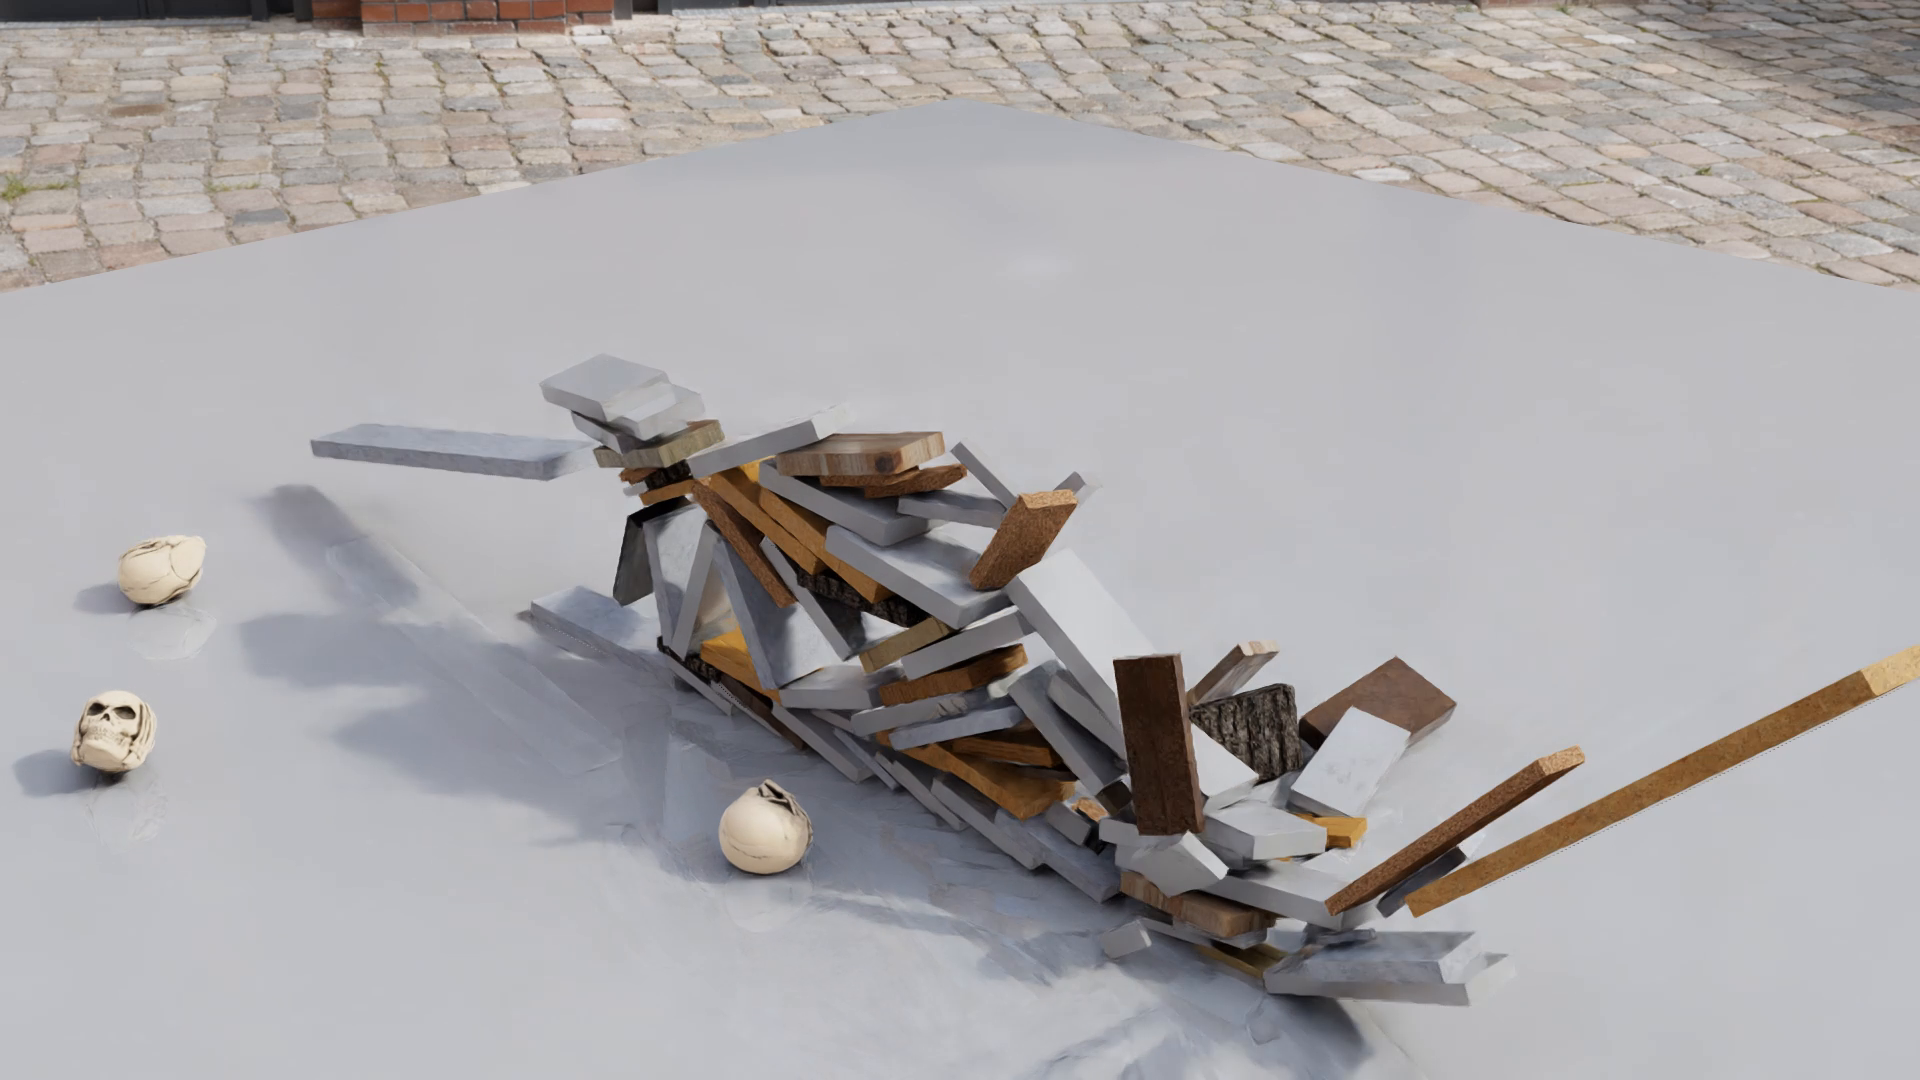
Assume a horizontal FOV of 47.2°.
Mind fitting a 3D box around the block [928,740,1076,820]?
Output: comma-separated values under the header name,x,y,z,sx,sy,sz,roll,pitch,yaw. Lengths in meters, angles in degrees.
name,x,y,z,sx,sy,sz,roll,pitch,yaw
block,0.080,0.445,4.314,0.137,0.039,0.275,-22,39,-38

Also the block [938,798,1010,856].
name,x,y,z,sx,sy,sz,roll,pitch,yaw
block,0.064,0.540,4.382,0.208,0.029,0.104,35,39,31

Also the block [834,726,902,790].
name,x,y,z,sx,sy,sz,roll,pitch,yaw
block,-0.166,0.437,4.593,0.094,0.027,0.187,-22,52,-42

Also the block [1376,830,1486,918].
name,x,y,z,sx,sy,sz,roll,pitch,yaw
block,0.792,0.558,3.707,0.028,0.196,0.098,50,33,8

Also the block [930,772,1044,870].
name,x,y,z,sx,sy,sz,roll,pitch,yaw
block,0.089,0.533,4.338,0.274,0.039,0.137,35,40,31

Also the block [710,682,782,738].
name,x,y,z,sx,sy,sz,roll,pitch,yaw
block,-0.430,0.347,4.842,0.225,0.032,0.112,32,37,31

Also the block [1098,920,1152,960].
name,x,y,z,sx,sy,sz,roll,pitch,yaw
block,0.295,0.718,3.948,0.095,0.048,0.014,-28,1,41

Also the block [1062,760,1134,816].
name,x,y,z,sx,sy,sz,roll,pitch,yaw
block,0.261,0.450,4.132,0.140,0.020,0.070,48,34,11

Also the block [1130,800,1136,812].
name,x,y,z,sx,sy,sz,roll,pitch,yaw
block,0.374,0.478,4.130,0.112,0.016,0.056,-26,0,11

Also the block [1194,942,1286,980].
name,x,y,z,sx,sy,sz,roll,pitch,yaw
block,0.506,0.744,3.980,0.151,0.021,0.076,19,30,38

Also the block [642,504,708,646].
name,x,y,z,sx,sy,sz,roll,pitch,yaw
block,-0.616,0.079,4.914,0.041,0.290,0.145,10,25,44

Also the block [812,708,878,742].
name,x,y,z,sx,sy,sz,roll,pitch,yaw
block,-0.216,0.366,4.607,0.094,0.027,0.187,-20,28,-39

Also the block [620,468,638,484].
name,x,y,z,sx,sy,sz,roll,pitch,yaw
block,-0.721,-0.171,5.013,0.081,0.023,0.163,-25,-1,-22

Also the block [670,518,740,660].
name,x,y,z,sx,sy,sz,roll,pitch,yaw
block,-0.520,0.088,4.800,0.046,0.376,0.164,40,42,24

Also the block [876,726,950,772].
name,x,y,z,sx,sy,sz,roll,pitch,yaw
block,-0.060,0.409,4.465,0.104,0.029,0.208,-22,29,-39

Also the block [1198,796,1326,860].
name,x,y,z,sx,sy,sz,roll,pitch,yaw
block,0.512,0.515,3.989,0.152,0.043,0.304,-2,8,-26

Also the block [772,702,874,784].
name,x,y,z,sx,sy,sz,roll,pitch,yaw
block,-0.261,0.405,4.670,0.267,0.038,0.134,36,39,31

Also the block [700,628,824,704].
name,x,y,z,sx,sy,sz,roll,pitch,yaw
block,-0.427,0.270,4.782,0.267,0.038,0.134,25,33,38

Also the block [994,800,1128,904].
name,x,y,z,sx,sy,sz,roll,pitch,yaw
block,0.213,0.581,4.229,0.274,0.039,0.137,33,38,30

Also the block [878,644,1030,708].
name,x,y,z,sx,sy,sz,roll,pitch,yaw
block,-0.016,0.268,4.342,0.149,0.042,0.299,-21,3,-38

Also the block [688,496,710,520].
name,x,y,z,sx,sy,sz,roll,pitch,yaw
block,-0.560,-0.042,5.134,0.047,0.165,0.330,13,-15,-27

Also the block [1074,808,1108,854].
name,x,y,z,sx,sy,sz,roll,pitch,yaw
block,0.245,0.557,4.203,0.092,0.013,0.046,36,81,33

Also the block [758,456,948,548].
name,x,y,z,sx,sy,sz,roll,pitch,yaw
block,-0.212,-0.095,4.358,0.358,0.051,0.179,26,33,37

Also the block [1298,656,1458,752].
name,x,y,z,sx,sy,sz,roll,pitch,yaw
block,0.891,0.381,4.700,0.347,0.049,0.174,-25,54,-39

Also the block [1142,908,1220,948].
name,x,y,z,sx,sy,sz,roll,pitch,yaw
block,0.419,0.704,4.026,0.151,0.021,0.076,11,23,40

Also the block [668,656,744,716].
name,x,y,z,sx,sy,sz,roll,pitch,yaw
block,-0.542,0.308,4.935,0.112,0.032,0.225,-21,43,-41

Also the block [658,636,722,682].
name,x,y,z,sx,sy,sz,roll,pitch,yaw
block,-0.567,0.251,4.925,0.113,0.032,0.225,-21,30,-37

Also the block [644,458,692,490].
name,x,y,z,sx,sy,sz,roll,pitch,yaw
block,-0.600,-0.159,4.812,0.103,0.029,0.207,-26,5,-34

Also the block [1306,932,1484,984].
name,x,y,z,sx,sy,sz,roll,pitch,yaw
block,0.731,0.702,3.707,0.265,0.038,0.133,-10,7,44

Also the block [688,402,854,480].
name,x,y,z,sx,sy,sz,roll,pitch,yaw
block,-0.380,-0.199,4.408,0.307,0.043,0.153,-15,10,28

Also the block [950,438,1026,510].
name,x,y,z,sx,sy,sz,roll,pitch,yaw
block,0.065,-0.117,4.156,0.184,0.026,0.092,45,14,3

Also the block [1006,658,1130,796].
name,x,y,z,sx,sy,sz,roll,pitch,yaw
block,0.213,0.350,4.139,0.260,0.037,0.130,50,38,12

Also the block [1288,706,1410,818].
name,x,y,z,sx,sy,sz,roll,pitch,yaw
block,0.798,0.463,4.497,0.137,0.039,0.274,23,47,25

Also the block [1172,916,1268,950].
name,x,y,z,sx,sy,sz,roll,pitch,yaw
block,0.466,0.695,3.946,0.151,0.021,0.076,13,12,37

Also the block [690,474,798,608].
name,x,y,z,sx,sy,sz,roll,pitch,yaw
block,-0.403,-0.018,4.617,0.164,0.046,0.328,-23,67,-43

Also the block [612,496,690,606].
name,x,y,z,sx,sy,sz,roll,pitch,yaw
block,-0.704,0.024,5.012,0.145,0.290,0.041,-27,63,-34

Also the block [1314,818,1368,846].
name,x,y,z,sx,sy,sz,roll,pitch,yaw
block,0.708,0.573,4.320,0.165,0.023,0.082,-5,17,35

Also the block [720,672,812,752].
name,x,y,z,sx,sy,sz,roll,pitch,yaw
block,-0.381,0.348,4.781,0.267,0.038,0.134,36,40,30

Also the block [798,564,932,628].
name,x,y,z,sx,sy,sz,roll,pitch,yaw
block,-0.164,0.091,4.407,0.307,0.043,0.153,20,29,39

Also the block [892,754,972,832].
name,x,y,z,sx,sy,sz,roll,pitch,yaw
block,-0.031,0.500,4.463,0.104,0.029,0.208,-19,47,-39

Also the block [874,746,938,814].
name,x,y,z,sx,sy,sz,roll,pitch,yaw
block,-0.079,0.481,4.520,0.094,0.027,0.187,-21,48,-41

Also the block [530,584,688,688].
name,x,y,z,sx,sy,sz,roll,pitch,yaw
block,-0.790,0.222,5.186,0.547,0.041,0.145,21,31,40

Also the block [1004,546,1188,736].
name,x,y,z,sx,sy,sz,roll,pitch,yaw
block,0.252,0.184,4.075,0.348,0.049,0.174,51,41,12

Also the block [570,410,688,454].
name,x,y,z,sx,sy,sz,roll,pitch,yaw
block,-0.741,-0.270,4.905,0.160,0.045,0.319,-25,23,-21

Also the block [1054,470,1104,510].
name,x,y,z,sx,sy,sz,roll,pitch,yaw
block,0.159,-0.041,4.149,0.033,0.233,0.117,52,15,13
